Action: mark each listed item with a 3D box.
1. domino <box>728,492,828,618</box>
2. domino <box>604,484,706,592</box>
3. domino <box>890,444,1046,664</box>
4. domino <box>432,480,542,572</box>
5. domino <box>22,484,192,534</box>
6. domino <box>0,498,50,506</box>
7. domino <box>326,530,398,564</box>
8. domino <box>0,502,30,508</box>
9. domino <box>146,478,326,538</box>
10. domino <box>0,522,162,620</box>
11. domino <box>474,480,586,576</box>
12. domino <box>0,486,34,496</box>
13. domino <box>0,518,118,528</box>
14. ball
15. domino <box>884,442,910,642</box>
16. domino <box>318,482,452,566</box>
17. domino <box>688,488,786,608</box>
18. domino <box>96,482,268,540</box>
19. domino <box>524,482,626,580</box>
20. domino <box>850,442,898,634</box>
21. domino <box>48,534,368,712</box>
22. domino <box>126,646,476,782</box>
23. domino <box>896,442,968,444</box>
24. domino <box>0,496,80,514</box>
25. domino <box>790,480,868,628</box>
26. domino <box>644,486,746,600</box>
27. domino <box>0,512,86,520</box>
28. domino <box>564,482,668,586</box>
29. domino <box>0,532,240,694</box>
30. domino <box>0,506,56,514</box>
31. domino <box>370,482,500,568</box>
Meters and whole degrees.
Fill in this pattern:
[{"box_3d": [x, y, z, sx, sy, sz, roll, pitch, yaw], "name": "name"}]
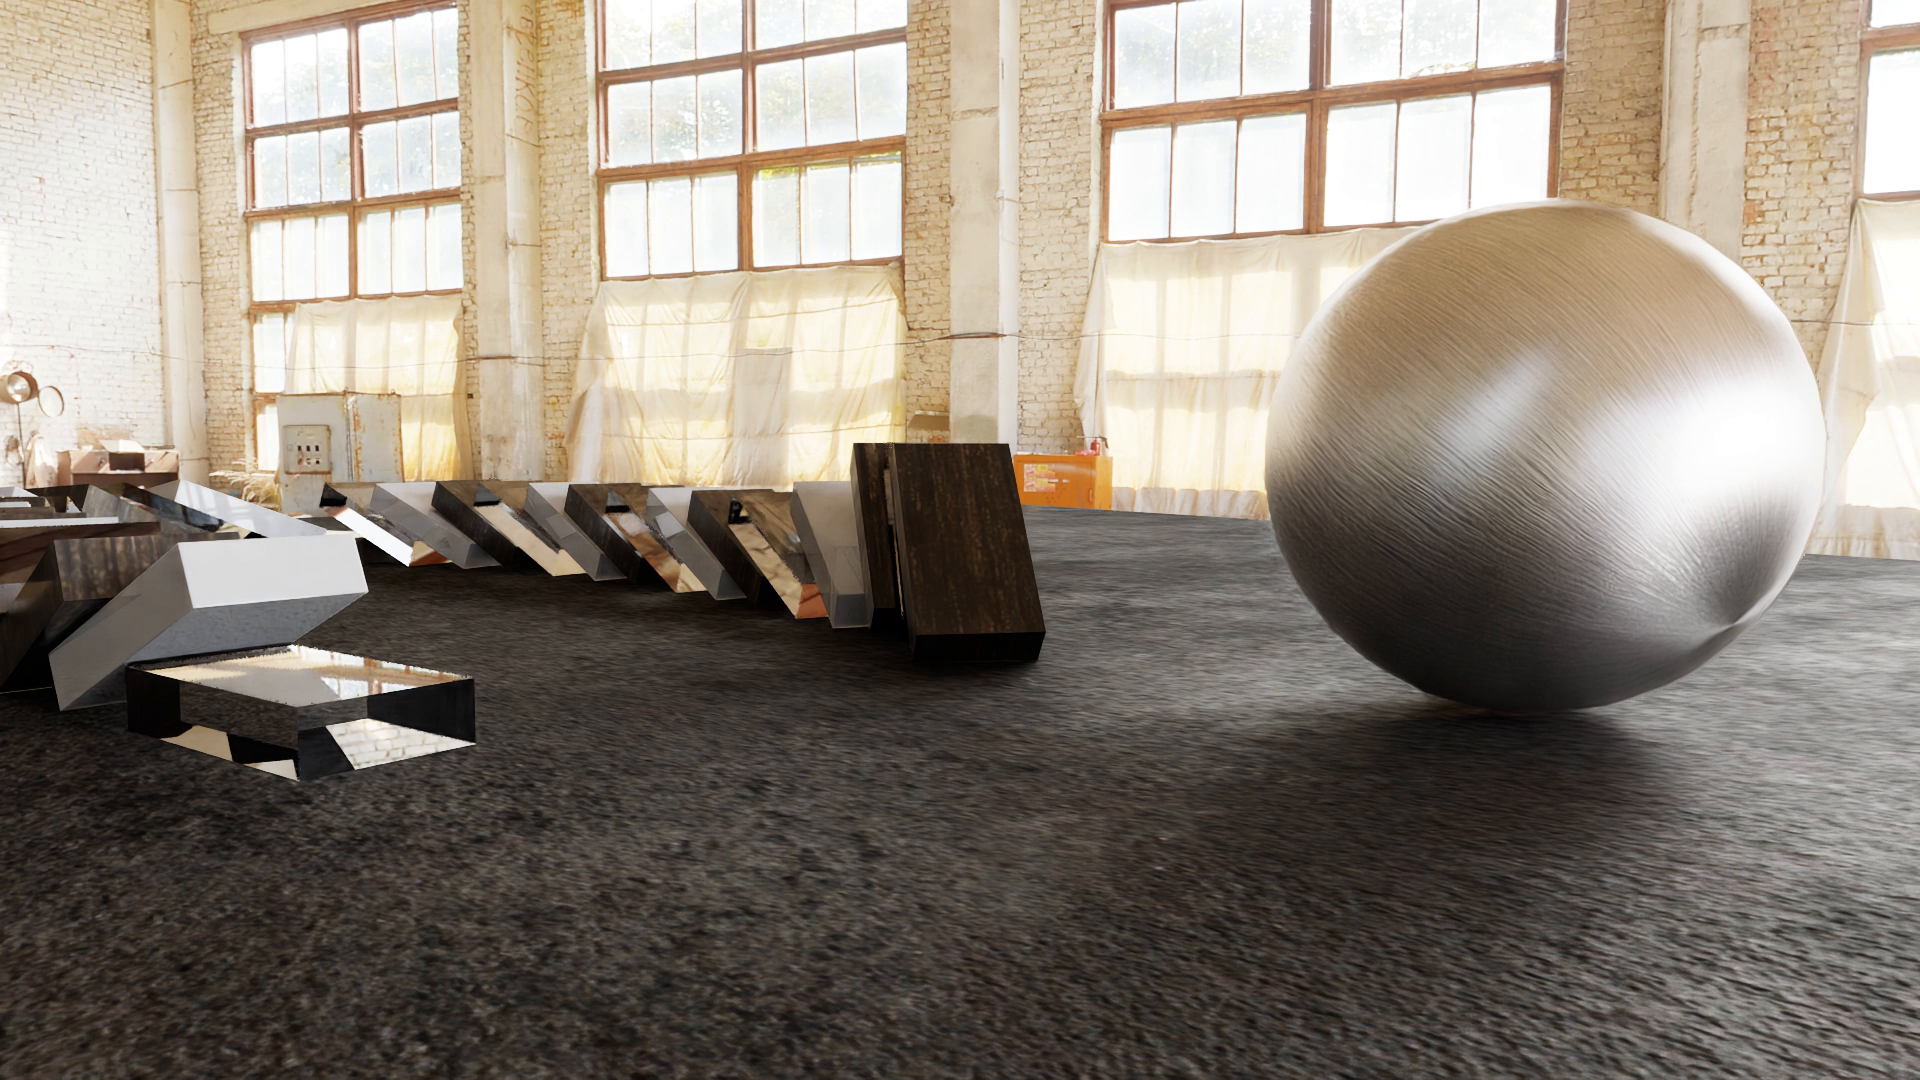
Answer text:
[{"box_3d": [-0.040, 0.003, 0.336, 0.025, 0.010, 0.050, -3, 29, -31], "name": "domino"}, {"box_3d": [-0.085, -0.001, 0.390, 0.025, 0.009, 0.050, -4, 30, -40], "name": "domino"}, {"box_3d": [0.001, 0.002, 0.263, 0.025, 0.050, 0.010, -1, -40, -10], "name": "domino"}, {"box_3d": [-0.159, -0.006, 0.448, 0.050, 0.010, 0.025, 32, 21, 30], "name": "domino"}, {"box_3d": [-0.253, -0.002, 0.386, 0.025, 0.009, 0.050, -3, -21, 11], "name": "domino"}, {"box_3d": [-0.235, 0.004, 0.318, 0.025, 0.009, 0.050, -3, -19, -23], "name": "domino"}, {"box_3d": [-0.232, 0.002, 0.473, 0.050, 0.009, 0.025, 2, 5, 22], "name": "domino"}, {"box_3d": [-0.225, 0.005, 0.297, 0.025, 0.009, 0.050, -3, -19, -25], "name": "domino"}, {"box_3d": [-0.245, -0.006, 0.432, 0.025, 0.009, 0.050, -9, -23, 32], "name": "domino"}, {"box_3d": [-0.160, 0.011, 0.227, 0.025, 0.009, 0.050, -4, -18, -43], "name": "domino"}, {"box_3d": [-0.140, -0.005, 0.435, 0.050, 0.009, 0.025, 33, 23, 32], "name": "domino"}, {"box_3d": [-0.258, 0.000, 0.363, 0.025, 0.010, 0.050, -3, -21, 10], "name": "domino"}, {"box_3d": [-0.177, 0.010, 0.243, 0.025, 0.010, 0.050, -4, -18, -40], "name": "domino"}, {"box_3d": [0.089, -0.013, 0.203, 0.080, 0.080, 0.080, 0, 4, 0], "name": "ball"}, {"box_3d": [-0.003, -0.001, 0.289, 0.025, 0.050, 0.010, 0, -40, -9], "name": "domino"}, {"box_3d": [-0.205, -0.007, 0.466, 0.050, 0.010, 0.025, 27, 16, 23], "name": "domino"}, {"box_3d": [-0.054, 0.001, 0.354, 0.025, 0.009, 0.050, -3, 30, -34], "name": "domino"}, {"box_3d": [-0.252, -0.004, 0.410, 0.025, 0.009, 0.050, -5, -21, 24], "name": "domino"}, {"box_3d": [-0.120, -0.004, 0.422, 0.025, 0.010, 0.050, -4, 31, -45], "name": "domino"}, {"box_3d": [-0.011, -0.001, 0.301, 0.025, 0.050, 0.010, -1, -40, -12], "name": "domino"}, {"box_3d": [-0.117, 0.013, 0.199, 0.050, 0.009, 0.025, -25, -11, 34], "name": "domino"}, {"box_3d": [-0.096, 0.024, 0.186, 0.050, 0.010, 0.025, 3, 5, 36], "name": "domino"}, {"box_3d": [0.000, 0.000, 0.276, 0.025, 0.050, 0.010, 0, -40, -10], "name": "domino"}, {"box_3d": [-0.244, 0.002, 0.340, 0.025, 0.010, 0.050, -2, -20, -20], "name": "domino"}, {"box_3d": [-0.024, 0.002, 0.318, 0.025, 0.010, 0.050, -2, 34, -20], "name": "domino"}, {"box_3d": [-0.069, 0.000, 0.373, 0.025, 0.010, 0.050, -3, 30, -38], "name": "domino"}, {"box_3d": [-0.194, 0.008, 0.261, 0.025, 0.009, 0.050, -3, -19, -38], "name": "domino"}, {"box_3d": [-0.102, -0.003, 0.406, 0.025, 0.009, 0.050, -4, 31, -43], "name": "domino"}, {"box_3d": [-0.140, 0.012, 0.213, 0.050, 0.009, 0.025, -27, -15, 40], "name": "domino"}, {"box_3d": [-0.210, 0.007, 0.278, 0.025, 0.010, 0.050, -3, -20, -33], "name": "domino"}, {"box_3d": [-0.183, -0.006, 0.457, 0.050, 0.009, 0.025, 27, 15, 23], "name": "domino"}]
